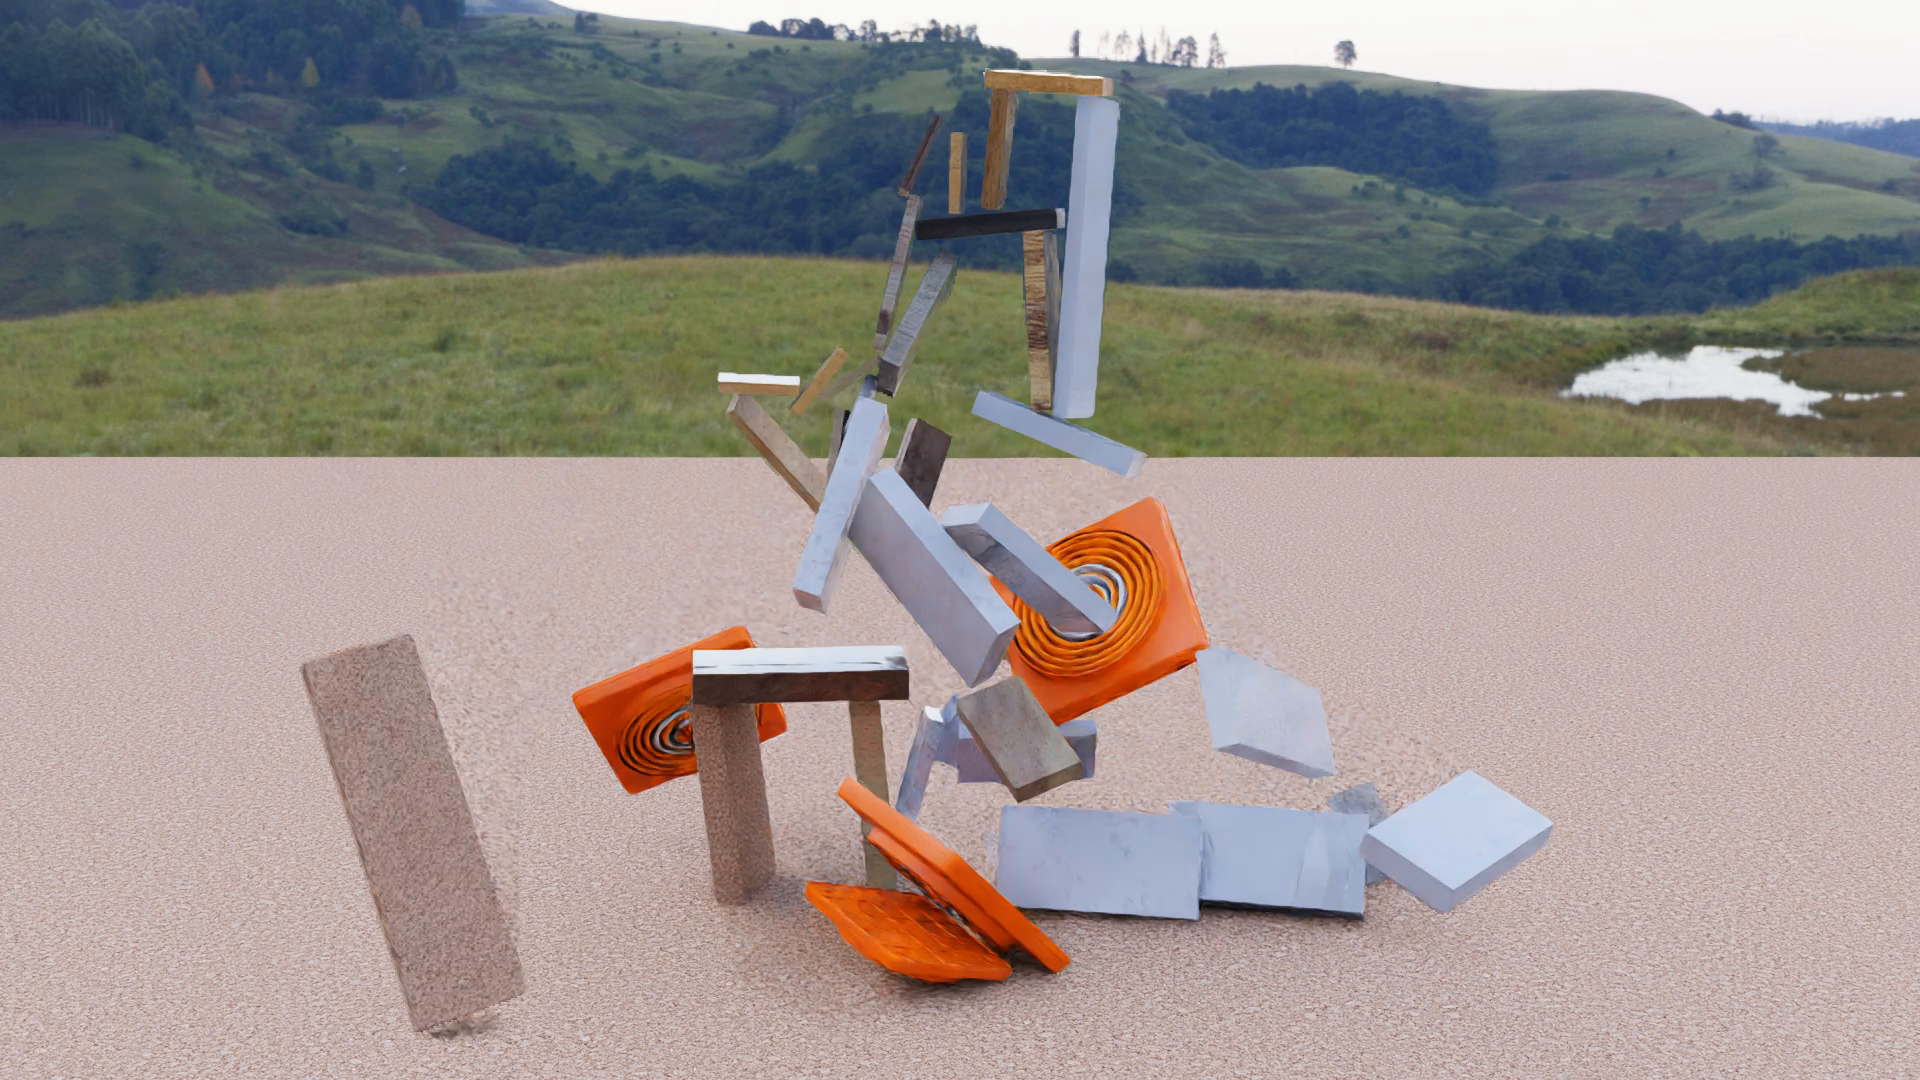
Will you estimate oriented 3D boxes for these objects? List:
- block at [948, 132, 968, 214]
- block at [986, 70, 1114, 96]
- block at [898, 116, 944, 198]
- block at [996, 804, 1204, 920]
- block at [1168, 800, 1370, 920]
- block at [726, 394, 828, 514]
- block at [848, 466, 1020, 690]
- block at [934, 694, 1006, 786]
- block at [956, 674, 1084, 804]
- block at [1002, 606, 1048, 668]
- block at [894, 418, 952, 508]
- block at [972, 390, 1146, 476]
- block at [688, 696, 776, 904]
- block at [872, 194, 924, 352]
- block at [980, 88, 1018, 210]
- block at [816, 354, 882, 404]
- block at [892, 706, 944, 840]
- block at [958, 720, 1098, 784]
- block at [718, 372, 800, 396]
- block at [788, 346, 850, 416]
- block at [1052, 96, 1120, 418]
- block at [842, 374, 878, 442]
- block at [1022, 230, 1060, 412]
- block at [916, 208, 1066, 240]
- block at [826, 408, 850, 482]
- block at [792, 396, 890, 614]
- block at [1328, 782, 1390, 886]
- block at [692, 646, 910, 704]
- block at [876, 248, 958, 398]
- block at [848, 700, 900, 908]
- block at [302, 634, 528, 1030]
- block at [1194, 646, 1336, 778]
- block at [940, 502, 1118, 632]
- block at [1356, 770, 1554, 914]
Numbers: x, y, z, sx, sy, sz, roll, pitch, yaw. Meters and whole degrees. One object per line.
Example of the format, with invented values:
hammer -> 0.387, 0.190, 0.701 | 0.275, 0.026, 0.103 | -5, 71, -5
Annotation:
block -> -0.003, -0.583, 3.501 | 0.018, 0.126, 0.063 | 3, 8, 8
block -> 0.141, -0.715, 3.440 | 0.185, 0.026, 0.093 | 7, 14, 12
block -> -0.063, -0.606, 3.477 | 0.018, 0.126, 0.063 | 25, -3, -5
block -> 0.227, 0.523, 3.570 | 0.326, 0.163, 0.046 | 2, -10, 11
block -> 0.499, 0.522, 3.596 | 0.326, 0.163, 0.046 | 3, -24, 14
block -> -0.282, -0.134, 3.564 | 0.018, 0.260, 0.064 | -26, 29, 29
block -> -0.043, 0.056, 3.289 | 0.045, 0.158, 0.315 | -28, 68, -31
block -> 0.044, 0.340, 3.685 | 0.220, 0.110, 0.031 | 25, 17, -39
block -> 0.089, 0.303, 3.376 | 0.110, 0.031, 0.220 | -21, 41, -14
block -> 0.058, 0.156, 3.761 | 0.177, 0.089, 0.025 | 12, -16, -11
block -> -0.082, -0.136, 4.235 | 0.089, 0.177, 0.025 | 28, -18, -32
block -> 0.159, -0.169, 3.492 | 0.265, 0.038, 0.133 | 23, 7, 11
block -> -0.378, 0.411, 3.670 | 0.049, 0.347, 0.173 | -5, 9, 14
block -> -0.099, -0.423, 3.498 | 0.018, 0.249, 0.063 | 14, 1, 3
block -> 0.062, -0.619, 3.478 | 0.026, 0.185, 0.093 | 8, 14, 8
block -> -0.176, -0.257, 3.506 | 0.116, 0.016, 0.058 | -34, 5, 5
block -> -0.069, 0.377, 3.571 | 0.025, 0.201, 0.089 | 14, 8, -9
block -> 0.108, 0.343, 3.558 | 0.220, 0.110, 0.031 | -2, 45, -2
block -> -0.319, -0.247, 3.494 | 0.128, 0.018, 0.064 | 2, 16, -5
block -> -0.225, -0.252, 3.501 | 0.018, 0.128, 0.064 | 39, 2, -10
block -> 0.198, -0.442, 3.461 | 0.026, 0.498, 0.093 | 8, 8, 29
block -> -0.161, -0.203, 3.505 | 0.016, 0.116, 0.058 | 18, -32, 3
block -> 0.134, -0.347, 3.500 | 0.032, 0.281, 0.112 | -2, 3, 14
block -> 0.050, -0.504, 3.508 | 0.224, 0.032, 0.112 | -4, 8, 10
block -> -0.190, -0.148, 3.523 | 0.016, 0.116, 0.058 | 6, -5, 18
block -> -0.182, -0.052, 3.421 | 0.045, 0.315, 0.158 | 18, -11, 4
block -> 0.690, 0.497, 3.718 | 0.081, 0.162, 0.023 | -19, -23, -2
block -> -0.263, 0.220, 3.606 | 0.346, 0.049, 0.173 | -1, 10, -6
block -> -0.070, -0.348, 3.529 | 0.032, 0.224, 0.112 | 25, -23, 3
block -> -0.144, 0.414, 3.655 | 0.049, 0.347, 0.173 | -6, 10, -2
block -> -0.784, 0.415, 3.154 | 0.158, 0.543, 0.045 | -16, -8, -25
block -> 0.444, 0.253, 3.141 | 0.038, 0.133, 0.517 | -15, -16, 21
block -> 0.099, 0.044, 3.261 | 0.266, 0.038, 0.133 | 40, -19, -20
block -> 0.788, 0.473, 3.488 | 0.163, 0.046, 0.326 | 34, 33, 31
